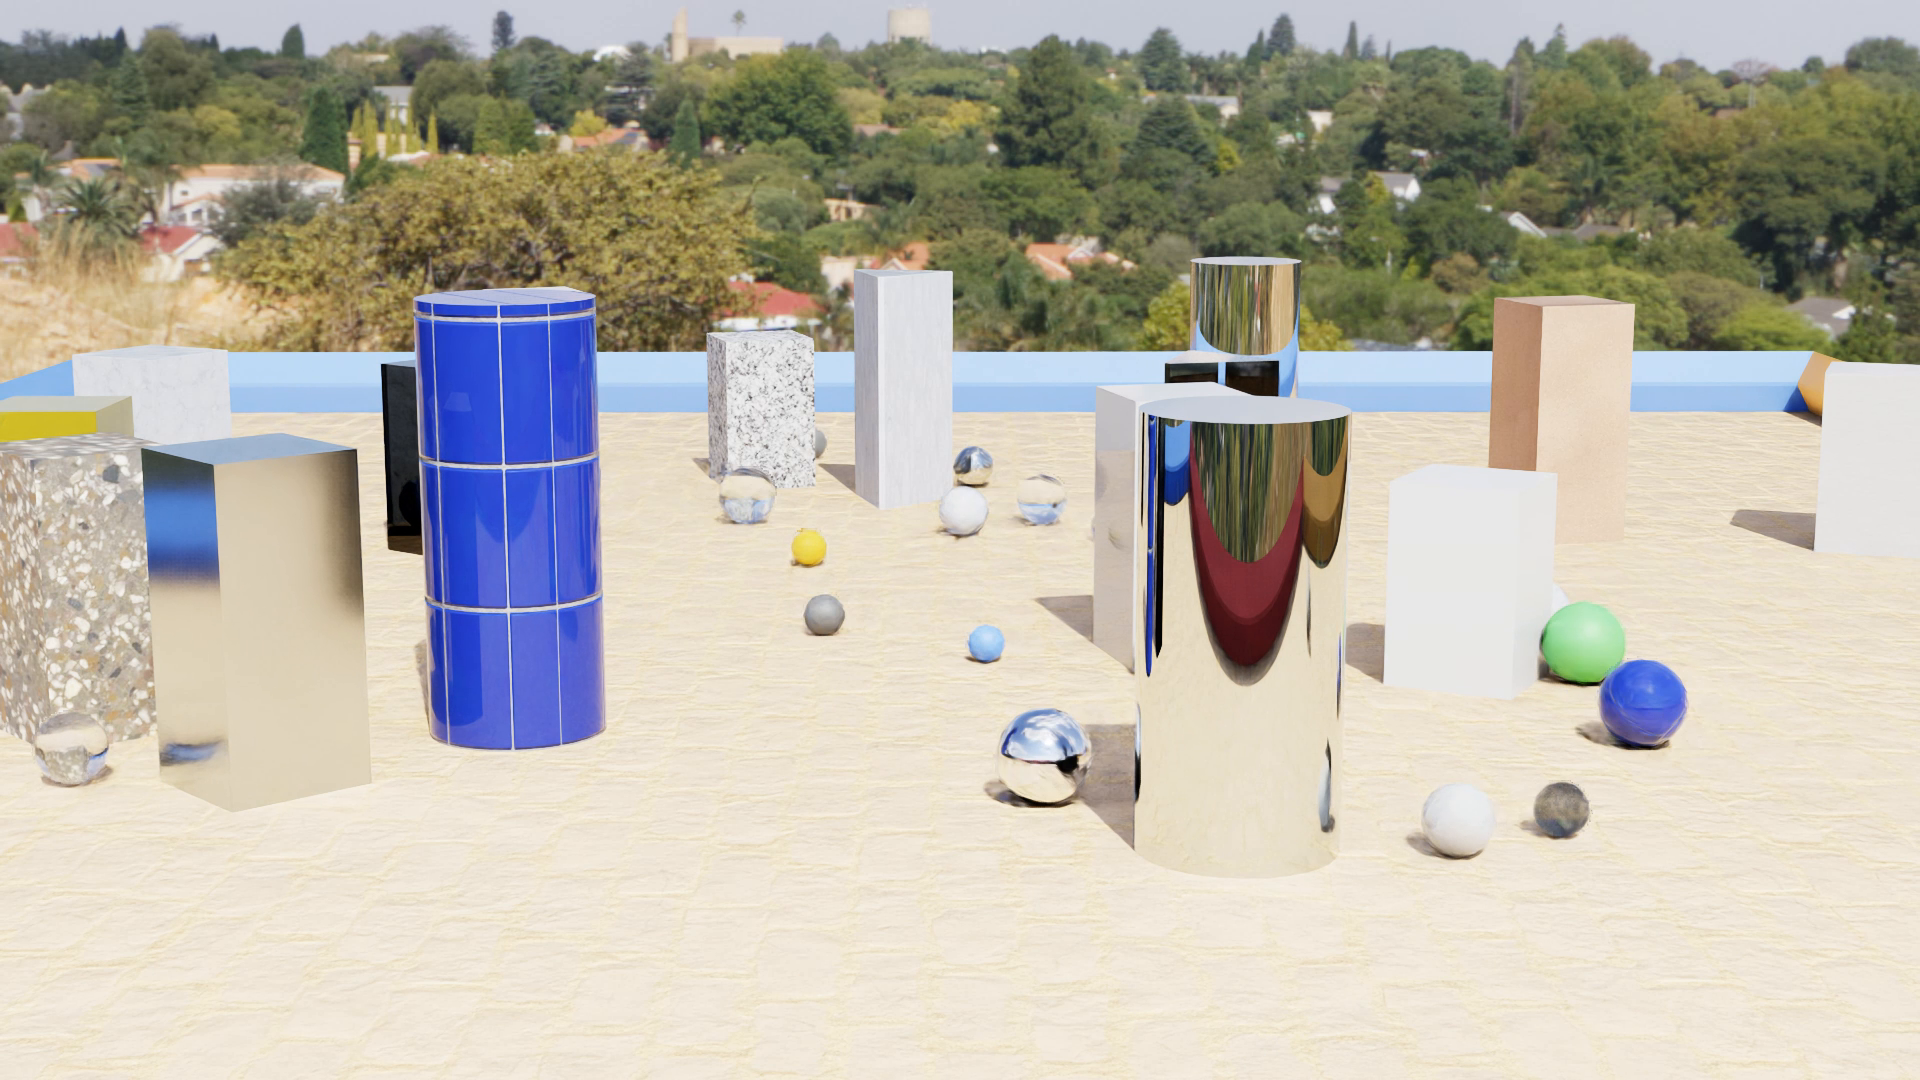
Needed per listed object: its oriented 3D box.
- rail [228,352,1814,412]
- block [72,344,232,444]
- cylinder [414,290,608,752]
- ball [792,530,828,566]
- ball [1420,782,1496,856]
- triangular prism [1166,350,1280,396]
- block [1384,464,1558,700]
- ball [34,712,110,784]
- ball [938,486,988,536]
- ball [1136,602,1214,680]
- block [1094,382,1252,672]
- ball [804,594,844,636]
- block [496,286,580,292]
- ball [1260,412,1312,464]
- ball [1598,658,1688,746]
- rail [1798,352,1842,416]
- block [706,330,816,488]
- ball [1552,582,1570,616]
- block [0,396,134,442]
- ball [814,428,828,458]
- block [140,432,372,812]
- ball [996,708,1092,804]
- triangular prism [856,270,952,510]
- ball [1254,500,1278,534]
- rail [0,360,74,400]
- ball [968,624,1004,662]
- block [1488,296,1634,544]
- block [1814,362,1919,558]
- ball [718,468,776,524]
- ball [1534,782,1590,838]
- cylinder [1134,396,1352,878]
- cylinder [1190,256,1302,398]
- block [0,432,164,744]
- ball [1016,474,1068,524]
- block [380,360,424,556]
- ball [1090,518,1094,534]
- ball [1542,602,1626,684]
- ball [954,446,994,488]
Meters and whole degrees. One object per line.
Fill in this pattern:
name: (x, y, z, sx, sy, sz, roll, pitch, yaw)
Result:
rail: (-0.011, -0.330, 5.400, 3.634, 0.126, 0.045, 0, 11, 0)
block: (-1.195, -0.126, 3.813, 0.155, 0.307, 0.155, 6, 12, 27)
cylinder: (-0.489, -0.026, 2.801, 0.194, 0.479, 0.194, 0, 11, 0)
ball: (-0.221, 0.012, 3.765, 0.053, 0.053, 0.053, 0, 11, 0)
ball: (0.463, 0.260, 2.386, 0.069, 0.069, 0.069, 0, 11, 0)
triangular prism: (0.351, -0.106, 3.680, 0.168, 0.316, 0.145, -3, 11, -13)
block: (0.608, 0.046, 3.055, 0.155, 0.245, 0.155, 6, 12, 28)
ball: (-0.909, 0.213, 2.625, 0.073, 0.073, 0.073, 0, 11, 0)
ball: (0.006, -0.045, 4.006, 0.077, 0.077, 0.077, 0, 11, 0)
ball: (0.258, 0.121, 3.071, 0.092, 0.092, 0.092, 0, 11, 0)
block: (0.264, -0.020, 3.177, 0.155, 0.330, 0.155, -3, 11, -15)
ball: (-0.175, 0.096, 3.309, 0.053, 0.053, 0.053, 0, 11, 0)
block: (-0.768, -0.292, 4.668, 0.155, 0.321, 0.155, -5, 11, -23)
ball: (0.600, -0.187, 4.716, 0.096, 0.096, 0.096, 0, 11, 0)
ball: (0.737, 0.176, 2.768, 0.095, 0.095, 0.095, 0, 11, 0)
rail: (1.793, 0.030, 3.459, 0.045, 0.126, 4.016, 0, 11, 0)
block: (-0.350, -0.229, 4.501, 0.155, 0.258, 0.155, -3, 11, -18)
ball: (0.720, 0.093, 3.216, 0.093, 0.093, 0.093, 0, 11, 0)
block: (-1.164, -0.030, 3.322, 0.155, 0.296, 0.155, 0, 11, -1)
ball: (-0.277, -0.180, 4.784, 0.058, 0.058, 0.058, 0, 11, 0)
block: (-0.713, 0.078, 2.603, 0.155, 0.347, 0.155, -10, 14, -42)
ball: (0.084, 0.215, 2.553, 0.097, 0.097, 0.097, 0, 11, 0)
triangular prism: (-0.124, -0.259, 4.319, 0.145, 0.384, 0.168, 10, 14, 43)
ball: (0.473, -0.036, 4.025, 0.051, 0.051, 0.051, 0, 11, 0)
rail: (-1.793, 0.034, 3.439, 0.045, 0.126, 4.016, 0, 11, 0)
ball: (0.032, 0.127, 3.163, 0.046, 0.046, 0.046, 0, 11, 0)
block: (0.930, -0.188, 3.984, 0.155, 0.366, 0.155, -3, 11, -16)
block: (1.392, -0.124, 3.896, 0.155, 0.272, 0.155, 4, 11, 22)
ball: (-0.341, -0.071, 4.109, 0.091, 0.091, 0.091, 0, 11, 0)
ball: (0.573, 0.257, 2.445, 0.053, 0.053, 0.053, 0, 11, 0)
cylinder: (0.260, 0.085, 2.379, 0.194, 0.416, 0.194, 0, 11, 0)
cylinder: (0.502, -0.301, 4.538, 0.194, 0.385, 0.194, 0, 11, 0)
block: (-0.964, 0.053, 2.820, 0.155, 0.317, 0.155, -10, 14, -42)
ball: (0.131, -0.065, 4.102, 0.080, 0.080, 0.080, 0, 11, 0)
block: (-0.759, -0.127, 3.883, 0.155, 0.284, 0.155, 8, 13, 36)
ball: (0.226, -0.022, 3.961, 0.048, 0.048, 0.048, 0, 11, 0)
ball: (0.741, 0.123, 3.049, 0.097, 0.097, 0.097, 0, 11, 0)
ball: (0.024, -0.128, 4.468, 0.071, 0.071, 0.071, 0, 11, 0)
